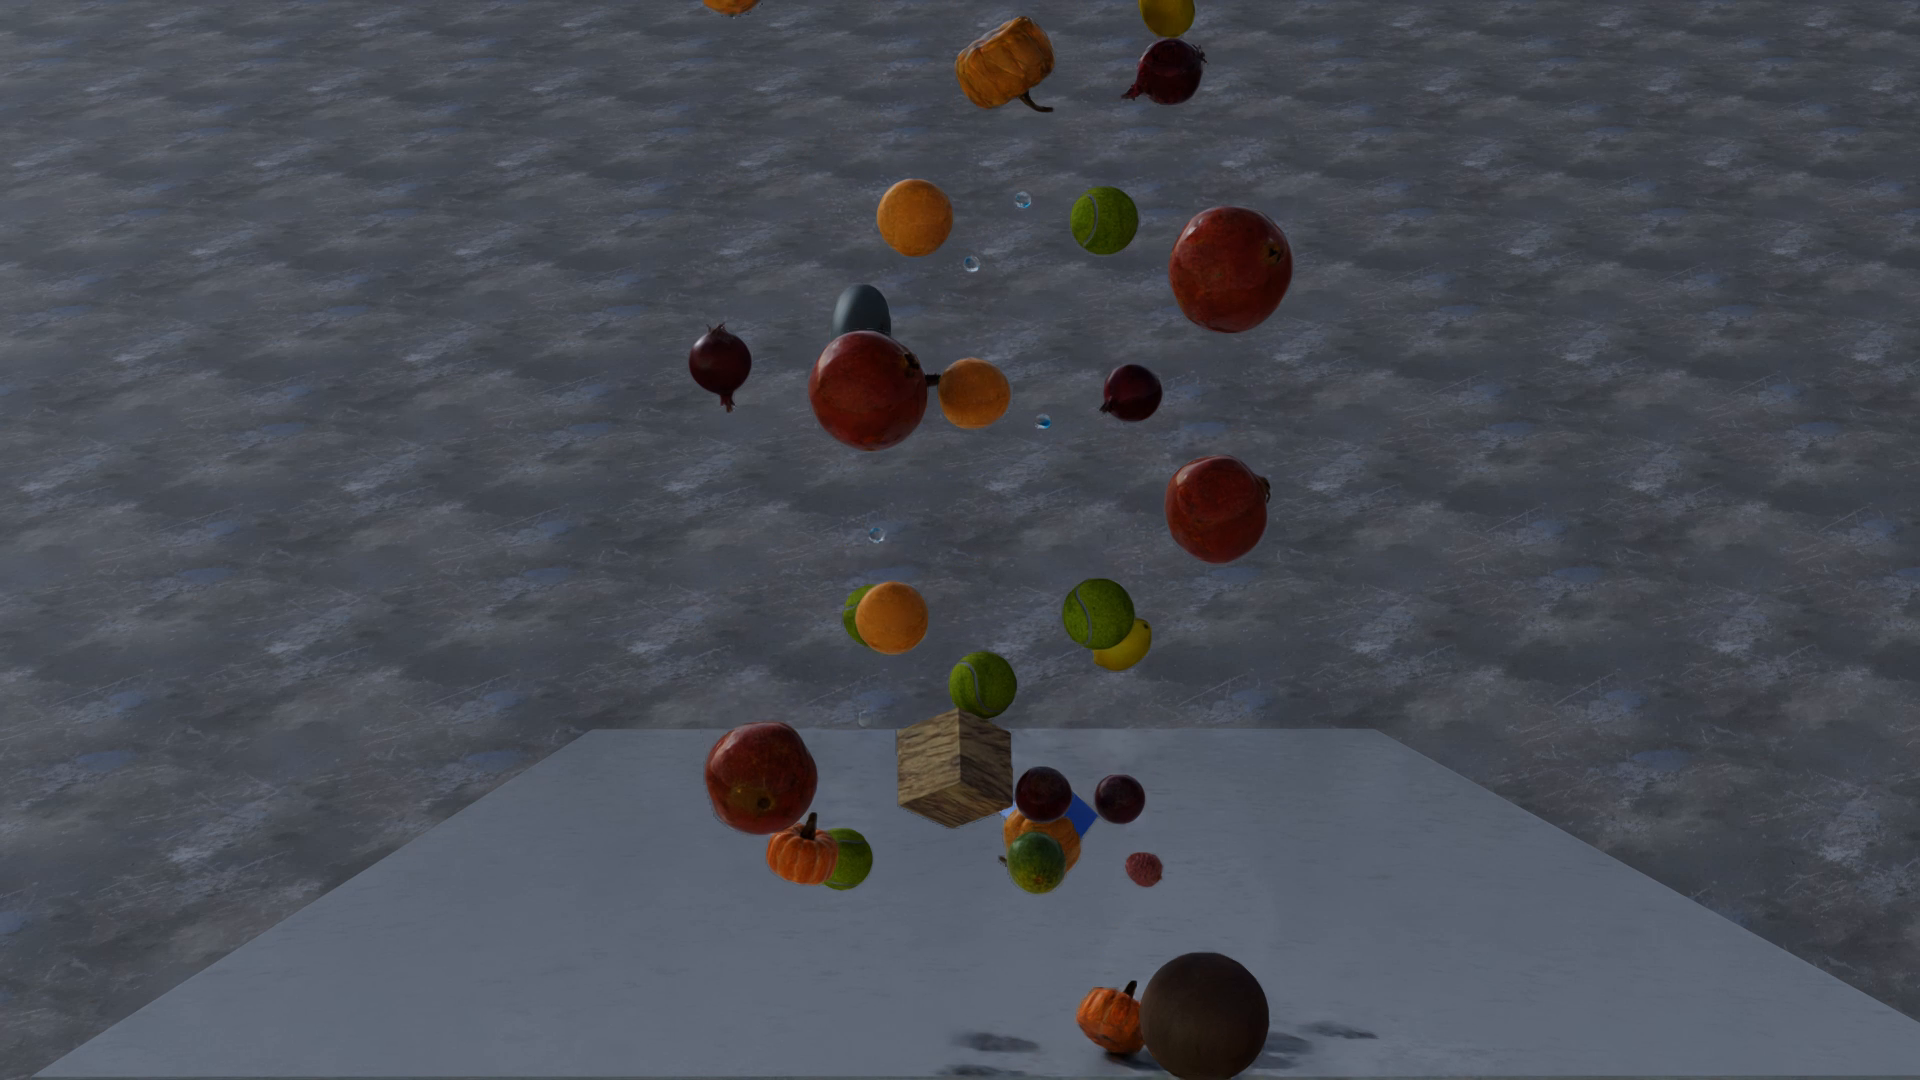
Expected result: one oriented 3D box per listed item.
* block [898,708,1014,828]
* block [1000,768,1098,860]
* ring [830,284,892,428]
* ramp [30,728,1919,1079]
[{"bbox_3d":[-0.005,0.226,2.553,0.080,0.080,0.080,-24,54,34],"label":"block"},{"bbox_3d":[0.102,0.315,2.964,0.066,0.066,0.066,-52,31,-11],"label":"block"},{"bbox_3d":[-0.101,-0.189,2.661,0.050,0.149,0.149,1,28,6],"label":"ring"},{"bbox_3d":[0.062,0.561,4.600,2.000,0.100,4.000,0,1,0],"label":"ramp"}]
